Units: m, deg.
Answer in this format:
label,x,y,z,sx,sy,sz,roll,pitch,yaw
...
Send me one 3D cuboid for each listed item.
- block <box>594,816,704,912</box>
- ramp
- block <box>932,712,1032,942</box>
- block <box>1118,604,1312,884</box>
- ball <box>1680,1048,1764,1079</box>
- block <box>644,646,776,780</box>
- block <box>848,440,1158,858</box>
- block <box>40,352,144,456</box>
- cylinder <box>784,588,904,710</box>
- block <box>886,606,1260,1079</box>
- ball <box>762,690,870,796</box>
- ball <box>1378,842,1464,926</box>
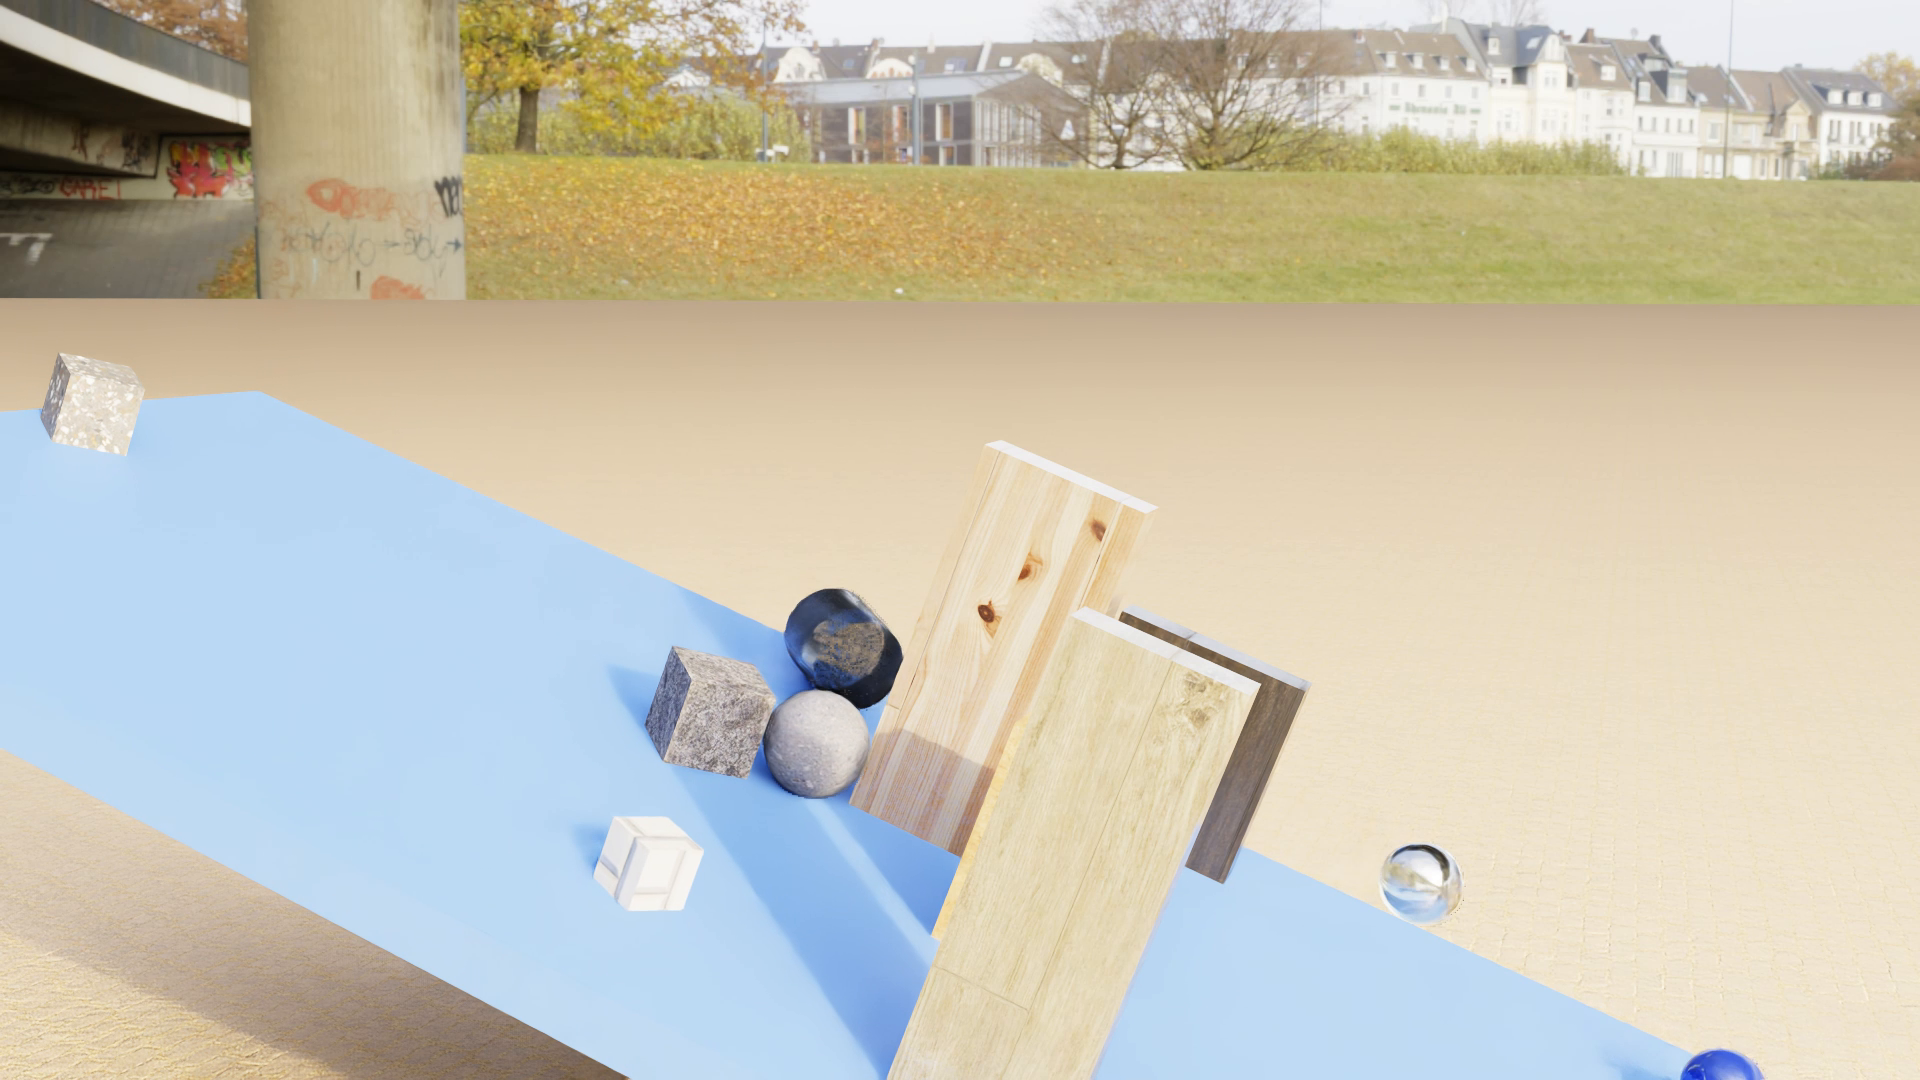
label,x,y,z,sx,sy,sz,roll,pitch,yaw
block,-0.507,0.527,3.578,0.110,0.110,0.110,8,18,-45
ramp,-0.316,0.566,4.200,4.000,0.100,2.000,24,13,13
block,0.169,0.554,3.837,0.290,0.418,0.128,24,13,13
block,0.467,0.436,4.720,0.421,0.457,0.101,24,13,13
ball,1.500,1.083,4.326,0.166,0.166,0.166,0,7,0
block,-0.487,0.334,4.272,0.174,0.174,0.174,15,14,-25
block,0.079,0.228,4.258,0.335,0.767,0.114,24,13,13
block,-1.871,-0.294,4.741,0.154,0.154,0.154,12,15,-35
cylinder,-0.262,0.243,4.933,0.210,0.210,0.210,-3,22,-22
block,0.158,0.507,3.202,0.277,0.771,0.090,24,13,13
ball,-0.279,0.395,4.276,0.207,0.207,0.207,0,7,0
ball,1.028,0.767,4.910,0.185,0.185,0.185,0,7,0
